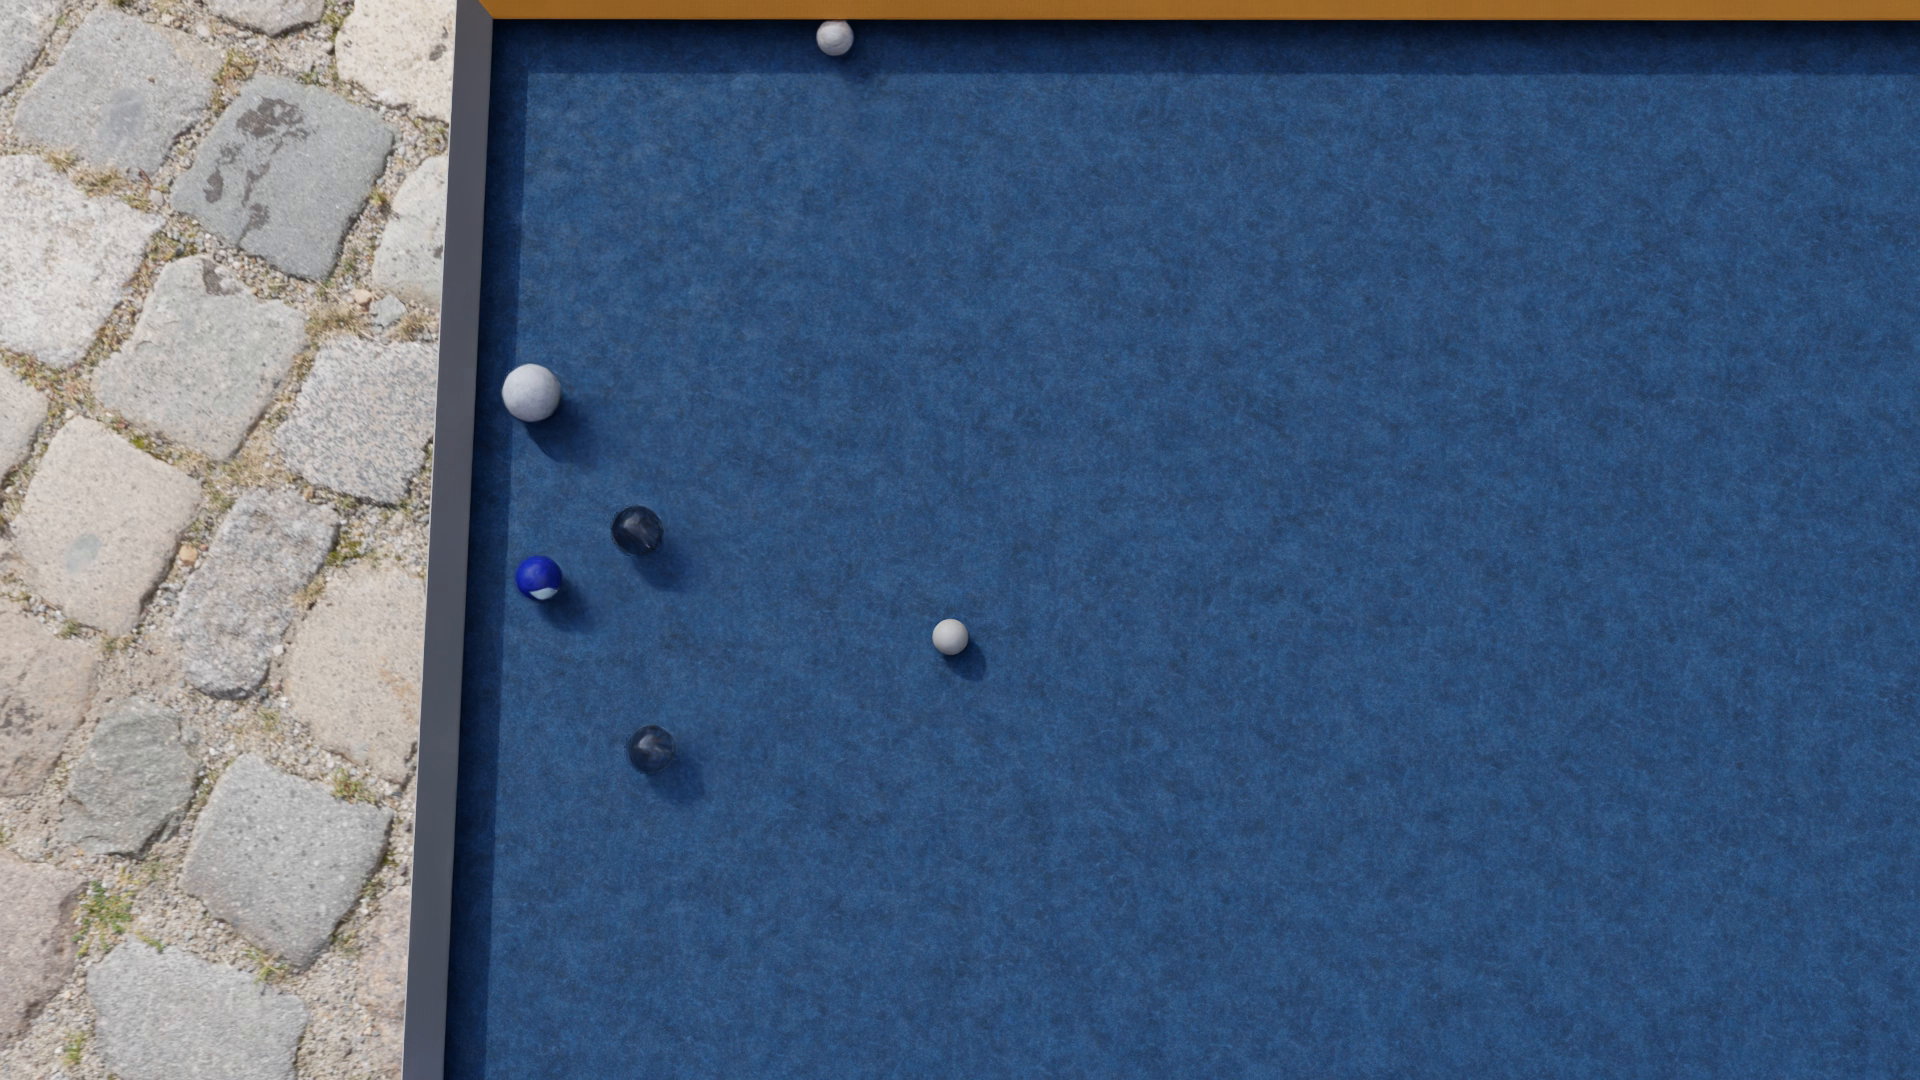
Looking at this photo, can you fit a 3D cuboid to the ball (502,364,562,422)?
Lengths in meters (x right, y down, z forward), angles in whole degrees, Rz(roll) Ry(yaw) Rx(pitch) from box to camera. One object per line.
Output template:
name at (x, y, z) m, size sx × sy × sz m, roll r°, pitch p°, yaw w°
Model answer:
ball at (-0.650, -0.223, 3.339) m, size 0.088 × 0.088 × 0.088 m, roll 0°, pitch 78°, yaw 0°

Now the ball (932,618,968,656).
ball at (-0.014, 0.145, 3.280) m, size 0.054 × 0.054 × 0.054 m, roll 0°, pitch 78°, yaw 0°

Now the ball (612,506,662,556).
ball at (-0.484, -0.014, 3.302) m, size 0.076 × 0.076 × 0.076 m, roll 0°, pitch 78°, yaw 0°

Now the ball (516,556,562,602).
ball at (-0.630, 0.057, 3.291) m, size 0.069 × 0.069 × 0.069 m, roll 0°, pitch 78°, yaw 0°

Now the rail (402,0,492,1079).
rail at (-0.755, -0.005, 3.279) m, size 0.045 × 0.114 × 1.752 m, roll 0°, pitch 78°, yaw 0°

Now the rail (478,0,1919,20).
rail at (0.780, -0.838, 3.451) m, size 3.116 × 0.114 × 0.045 m, roll 0°, pitch 78°, yaw 0°

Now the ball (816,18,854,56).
ball at (-0.197, -0.794, 3.471) m, size 0.059 × 0.059 × 0.059 m, roll 0°, pitch 78°, yaw 0°

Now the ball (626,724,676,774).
ball at (-0.455, 0.307, 3.238) m, size 0.071 × 0.071 × 0.071 m, roll 0°, pitch 78°, yaw 0°
